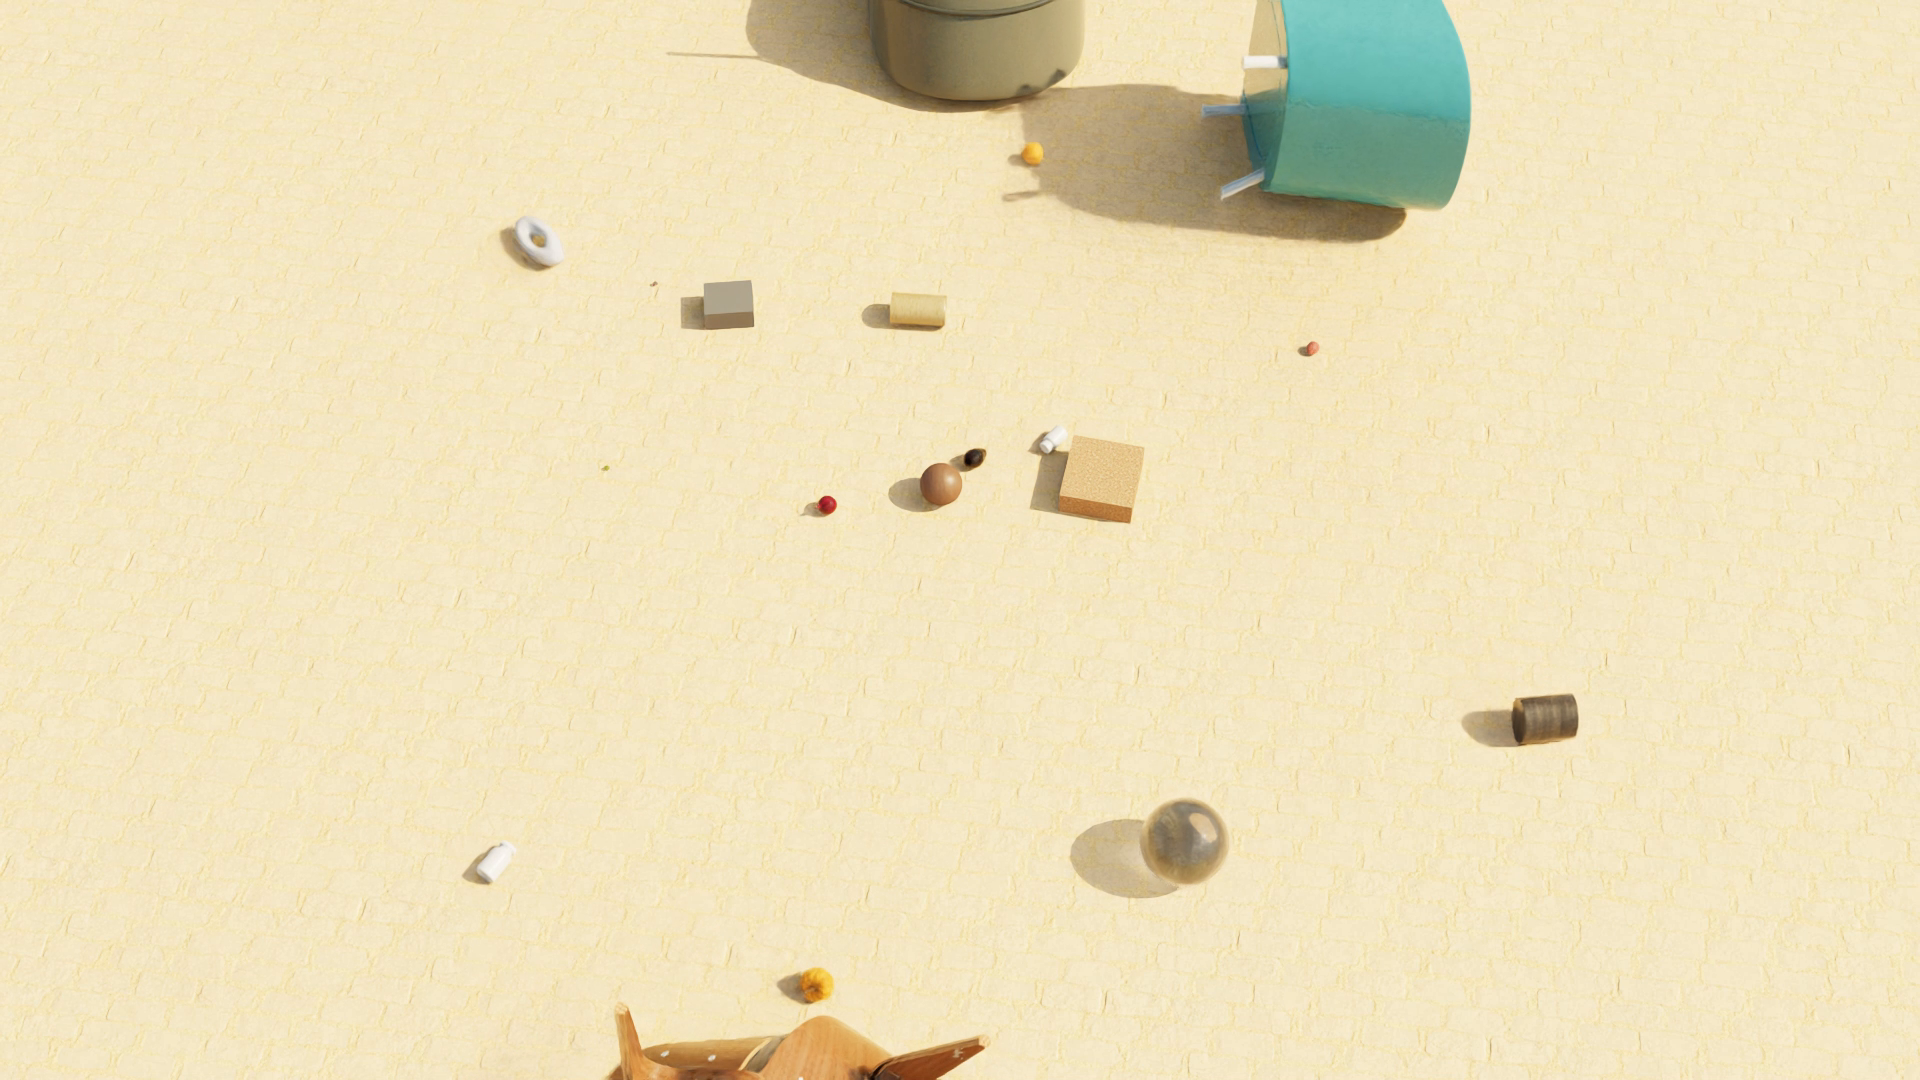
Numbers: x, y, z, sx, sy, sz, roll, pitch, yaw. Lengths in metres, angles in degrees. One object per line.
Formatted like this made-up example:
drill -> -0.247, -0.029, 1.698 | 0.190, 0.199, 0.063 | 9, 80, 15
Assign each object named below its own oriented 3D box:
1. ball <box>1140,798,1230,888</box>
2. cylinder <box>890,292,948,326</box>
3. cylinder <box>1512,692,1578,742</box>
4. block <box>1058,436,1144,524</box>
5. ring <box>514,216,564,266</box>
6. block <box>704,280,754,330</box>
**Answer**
ball -> 0.602, 0.809, 5.887 | 0.239, 0.239, 0.239 | 0, 56, 0
cylinder -> -0.132, -0.736, 7.012 | 0.175, 0.093, 0.104 | 4, 51, 3
cylinder -> 1.638, 0.498, 6.159 | 0.152, 0.137, 0.114 | -5, 35, -3
block -> 0.429, -0.184, 6.647 | 0.220, 0.084, 0.229 | 10, 57, 7
ring -> -1.374, -0.975, 7.176 | 0.116, 0.070, 0.237 | -44, 63, -3
block -> -0.738, -0.751, 7.031 | 0.154, 0.078, 0.131 | -4, 56, -3
